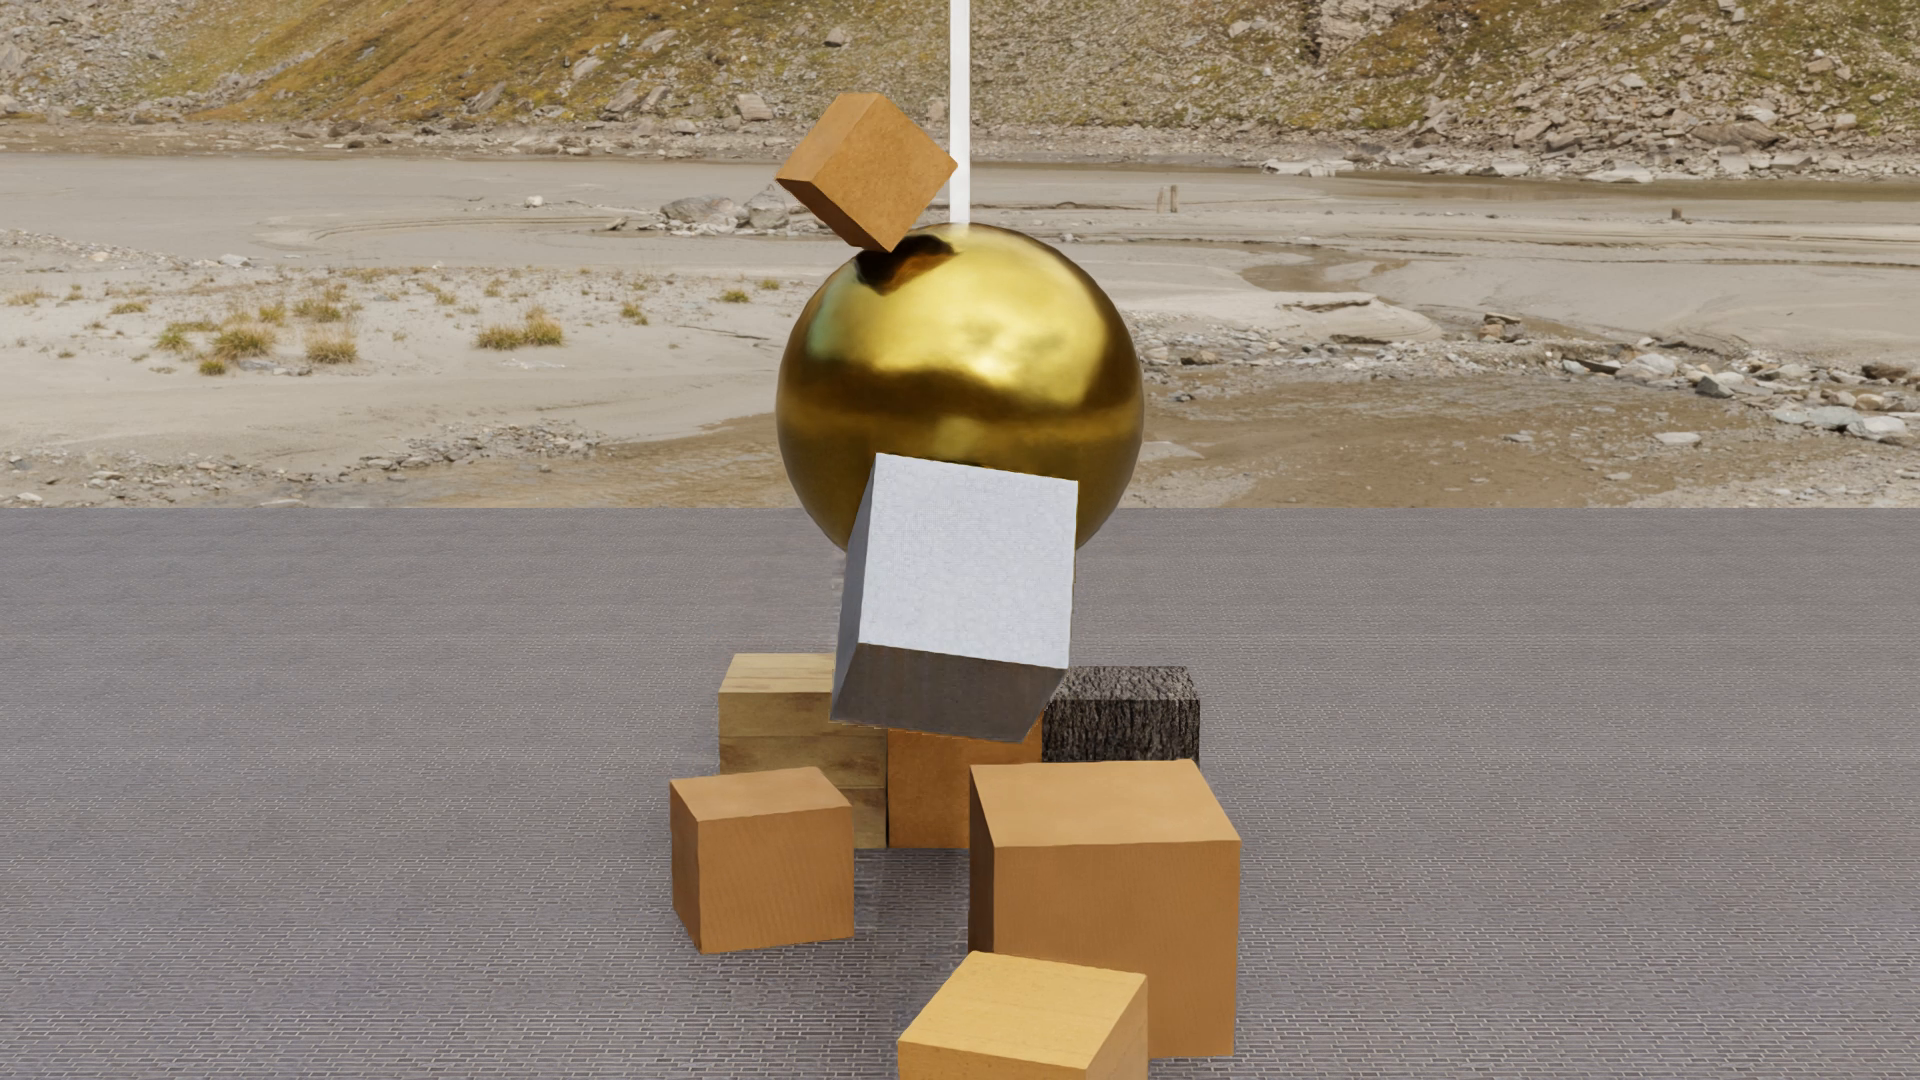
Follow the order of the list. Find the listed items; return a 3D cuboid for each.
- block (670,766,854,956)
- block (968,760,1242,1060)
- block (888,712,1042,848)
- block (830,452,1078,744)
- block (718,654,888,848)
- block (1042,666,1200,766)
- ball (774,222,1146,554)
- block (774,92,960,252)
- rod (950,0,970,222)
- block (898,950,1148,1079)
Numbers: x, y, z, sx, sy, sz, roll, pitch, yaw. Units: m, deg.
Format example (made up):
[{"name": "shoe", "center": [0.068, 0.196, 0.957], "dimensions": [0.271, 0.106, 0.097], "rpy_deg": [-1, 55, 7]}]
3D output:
[{"name": "block", "center": [-0.902, 1.436, 9.948], "dimensions": [0.692, 0.611, 0.656], "rpy_deg": [-4, 11, -18]}, {"name": "block", "center": [0.551, 1.472, 8.851], "dimensions": [0.941, 0.891, 0.945], "rpy_deg": [-1, 13, -5]}, {"name": "block", "center": [0.027, 1.026, 11.231], "dimensions": [0.761, 0.815, 0.754], "rpy_deg": [0, 23, 0]}, {"name": "block", "center": [-0.030, 0.220, 7.641], "dimensions": [0.694, 0.686, 0.782], "rpy_deg": [8, -24, -7]}, {"name": "block", "center": [-0.784, 1.078, 11.382], "dimensions": [0.829, 0.807, 0.838], "rpy_deg": [0, 10, 0]}, {"name": "block", "center": [0.806, 1.104, 11.384], "dimensions": [0.785, 0.755, 0.712], "rpy_deg": [0, 10, 0]}, {"name": "ball", "center": [0.000, -0.568, 9.517], "dimensions": [1.600, 1.600, 1.600], "rpy_deg": [0, 10, 0]}, {"name": "block", "center": [-0.397, -1.540, 9.191], "dimensions": [0.450, 0.466, 0.503], "rpy_deg": [40, -6, -24]}, {"name": "rod", "center": [0.000, -3.958, 9.785], "dimensions": [0.080, 5.200, 0.080], "rpy_deg": [0, -5, 0]}, {"name": "block", "center": [0.228, 1.858, 7.362], "dimensions": [0.637, 0.651, 0.683], "rpy_deg": [4, 16, 21]}]
